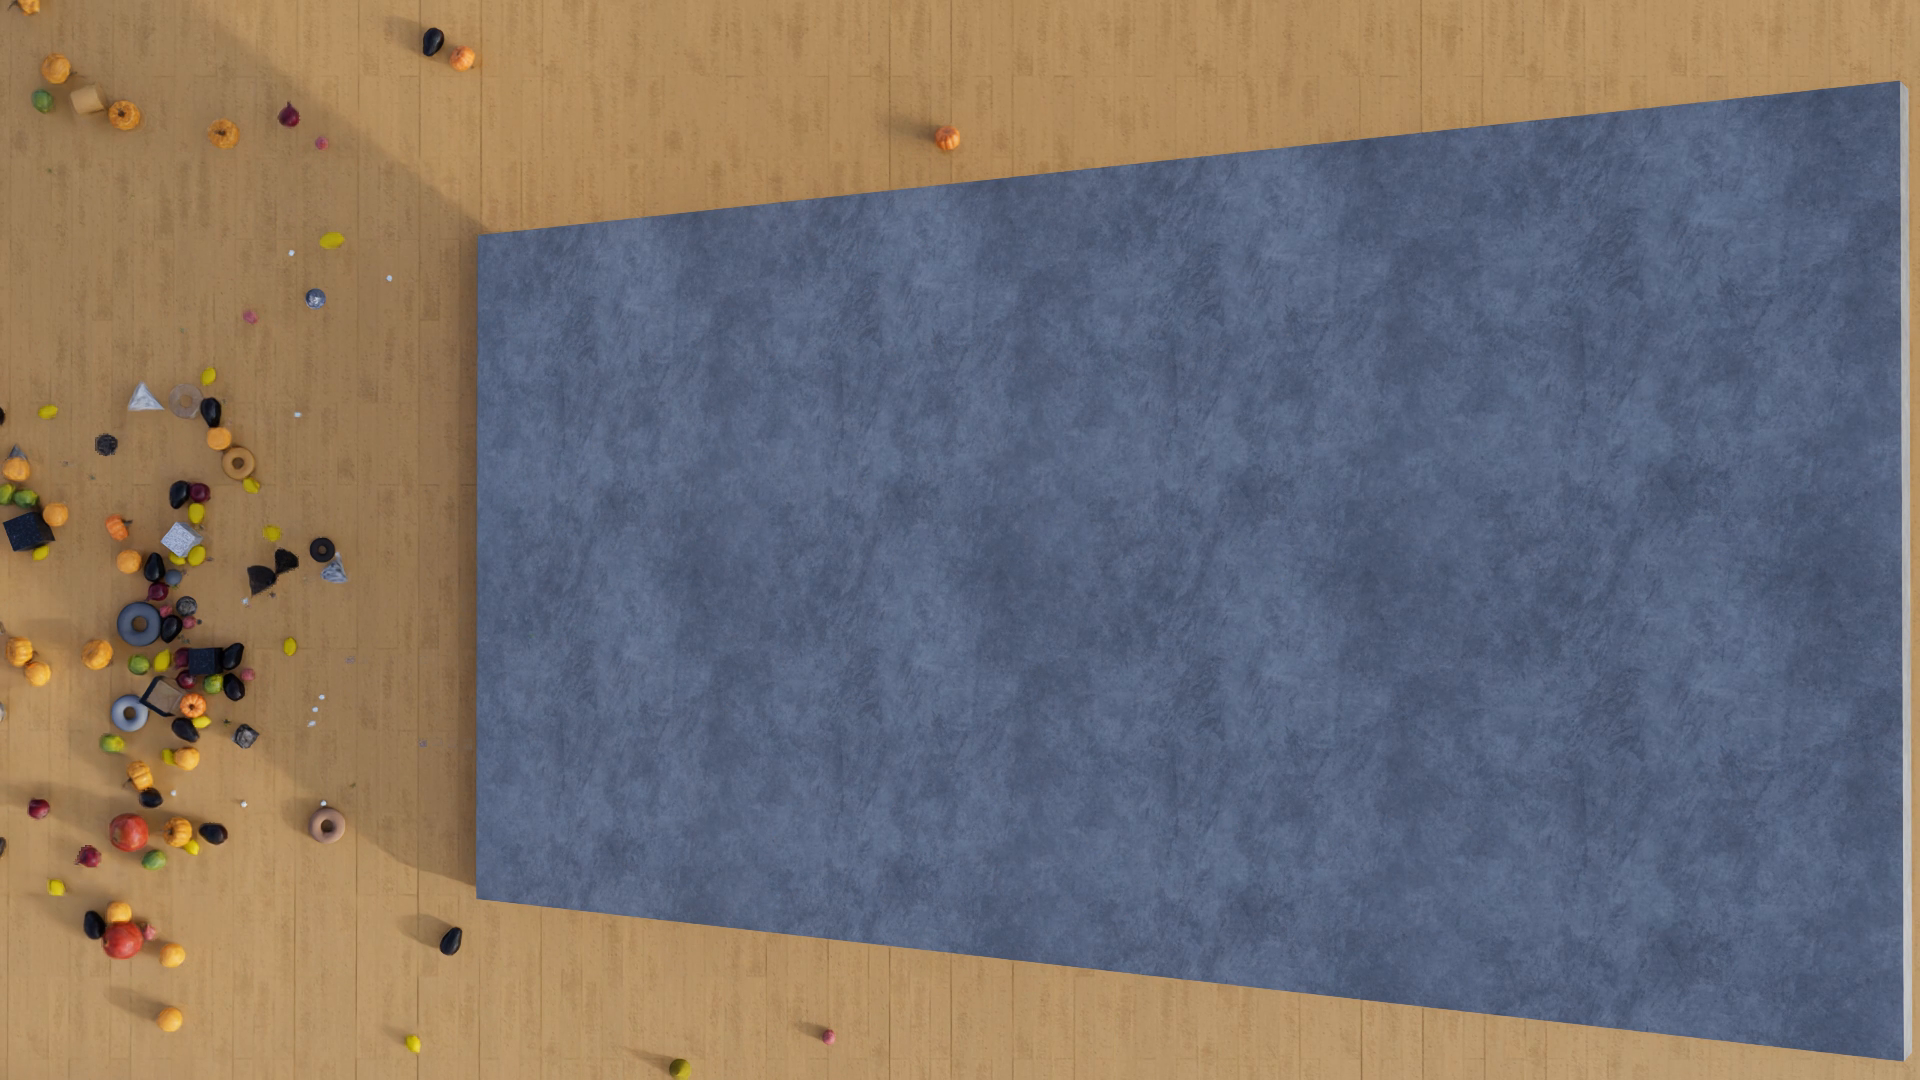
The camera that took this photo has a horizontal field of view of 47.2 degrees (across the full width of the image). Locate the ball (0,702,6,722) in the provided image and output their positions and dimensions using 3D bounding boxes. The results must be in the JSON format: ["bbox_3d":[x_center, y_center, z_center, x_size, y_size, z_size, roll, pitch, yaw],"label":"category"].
[{"bbox_3d":[-2.937,0.521,6.666,0.084,0.084,0.084,0,89,0],"label":"ball"}]

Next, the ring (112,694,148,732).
[{"bbox_3d":[-2.525,0.526,6.690,0.114,0.038,0.114,0,89,1],"label":"ring"}]

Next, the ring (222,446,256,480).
[{"bbox_3d":[-2.199,-0.234,6.698,0.103,0.034,0.103,0,90,-1],"label":"ring"}]

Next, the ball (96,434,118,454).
[{"bbox_3d":[-2.592,-0.291,6.684,0.062,0.062,0.062,0,89,0],"label":"ball"}]

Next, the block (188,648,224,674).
[{"bbox_3d":[-2.287,0.367,6.671,0.077,0.077,0.077,-2,89,0],"label":"block"}]

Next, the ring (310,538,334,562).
[{"bbox_3d":[-1.943,0.031,6.700,0.076,0.025,0.076,0,91,-1],"label":"ring"}]

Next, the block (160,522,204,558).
[{"bbox_3d":[-2.360,-0.001,6.675,0.076,0.076,0.076,39,90,0],"label":"block"}]

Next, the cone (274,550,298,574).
[{"bbox_3d":[-2.068,0.082,6.695,0.076,0.076,0.076,50,123,0],"label":"cone"}]

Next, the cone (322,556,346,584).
[{"bbox_3d":[-1.896,0.079,6.693,0.077,0.077,0.077,7,60,0],"label":"cone"}]

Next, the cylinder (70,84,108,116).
[{"bbox_3d":[-2.649,-1.340,6.685,0.078,0.078,0.078,-18,90,0],"label":"cylinder"}]

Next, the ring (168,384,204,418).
[{"bbox_3d":[-2.357,-0.423,6.699,0.109,0.036,0.109,0,88,-1],"label":"ring"}]

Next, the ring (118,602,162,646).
[{"bbox_3d":[-2.494,0.256,6.688,0.137,0.046,0.137,0,91,0],"label":"ring"}]

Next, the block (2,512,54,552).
[{"bbox_3d":[-2.822,-0.025,6.666,0.093,0.093,0.093,-21,90,0],"label":"block"}]

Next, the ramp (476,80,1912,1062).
[{"bbox_3d":[0.259,0.071,5.598,4.000,0.100,2.000,0,89,32],"label":"ramp"}]

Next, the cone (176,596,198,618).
[{"bbox_3d":[-2.360,0.203,6.678,0.065,0.065,0.065,0,90,0],"label":"cone"}]

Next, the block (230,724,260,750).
[{"bbox_3d":[-2.173,0.597,6.681,0.053,0.053,0.053,36,90,0],"label":"block"}]

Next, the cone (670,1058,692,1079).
[{"bbox_3d":[-0.852,1.614,6.665,0.068,0.068,0.068,0,89,0],"label":"cone"}]

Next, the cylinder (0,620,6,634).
[{"bbox_3d":[-2.949,0.257,6.673,0.076,0.076,0.076,-23,90,0],"label":"cylinder"}]

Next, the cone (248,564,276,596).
[{"bbox_3d":[-2.139,0.139,6.692,0.089,0.089,0.089,33,116,0],"label":"cone"}]

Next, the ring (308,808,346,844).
[{"bbox_3d":[-1.925,0.869,6.687,0.111,0.037,0.111,0,90,-1],"label":"ring"}]

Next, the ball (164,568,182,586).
[{"bbox_3d":[-2.392,0.112,6.687,0.050,0.050,0.050,0,89,0],"label":"ball"}]

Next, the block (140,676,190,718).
[{"bbox_3d":[-2.410,0.473,6.664,0.089,0.089,0.089,32,90,0],"label":"block"}]

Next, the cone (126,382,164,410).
[{"bbox_3d":[-2.467,-0.417,6.695,0.098,0.098,0.098,28,89,-26],"label":"cone"}]

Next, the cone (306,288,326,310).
[{"bbox_3d":[-1.969,-0.737,6.687,0.064,0.064,0.064,0,89,0],"label":"cone"}]
